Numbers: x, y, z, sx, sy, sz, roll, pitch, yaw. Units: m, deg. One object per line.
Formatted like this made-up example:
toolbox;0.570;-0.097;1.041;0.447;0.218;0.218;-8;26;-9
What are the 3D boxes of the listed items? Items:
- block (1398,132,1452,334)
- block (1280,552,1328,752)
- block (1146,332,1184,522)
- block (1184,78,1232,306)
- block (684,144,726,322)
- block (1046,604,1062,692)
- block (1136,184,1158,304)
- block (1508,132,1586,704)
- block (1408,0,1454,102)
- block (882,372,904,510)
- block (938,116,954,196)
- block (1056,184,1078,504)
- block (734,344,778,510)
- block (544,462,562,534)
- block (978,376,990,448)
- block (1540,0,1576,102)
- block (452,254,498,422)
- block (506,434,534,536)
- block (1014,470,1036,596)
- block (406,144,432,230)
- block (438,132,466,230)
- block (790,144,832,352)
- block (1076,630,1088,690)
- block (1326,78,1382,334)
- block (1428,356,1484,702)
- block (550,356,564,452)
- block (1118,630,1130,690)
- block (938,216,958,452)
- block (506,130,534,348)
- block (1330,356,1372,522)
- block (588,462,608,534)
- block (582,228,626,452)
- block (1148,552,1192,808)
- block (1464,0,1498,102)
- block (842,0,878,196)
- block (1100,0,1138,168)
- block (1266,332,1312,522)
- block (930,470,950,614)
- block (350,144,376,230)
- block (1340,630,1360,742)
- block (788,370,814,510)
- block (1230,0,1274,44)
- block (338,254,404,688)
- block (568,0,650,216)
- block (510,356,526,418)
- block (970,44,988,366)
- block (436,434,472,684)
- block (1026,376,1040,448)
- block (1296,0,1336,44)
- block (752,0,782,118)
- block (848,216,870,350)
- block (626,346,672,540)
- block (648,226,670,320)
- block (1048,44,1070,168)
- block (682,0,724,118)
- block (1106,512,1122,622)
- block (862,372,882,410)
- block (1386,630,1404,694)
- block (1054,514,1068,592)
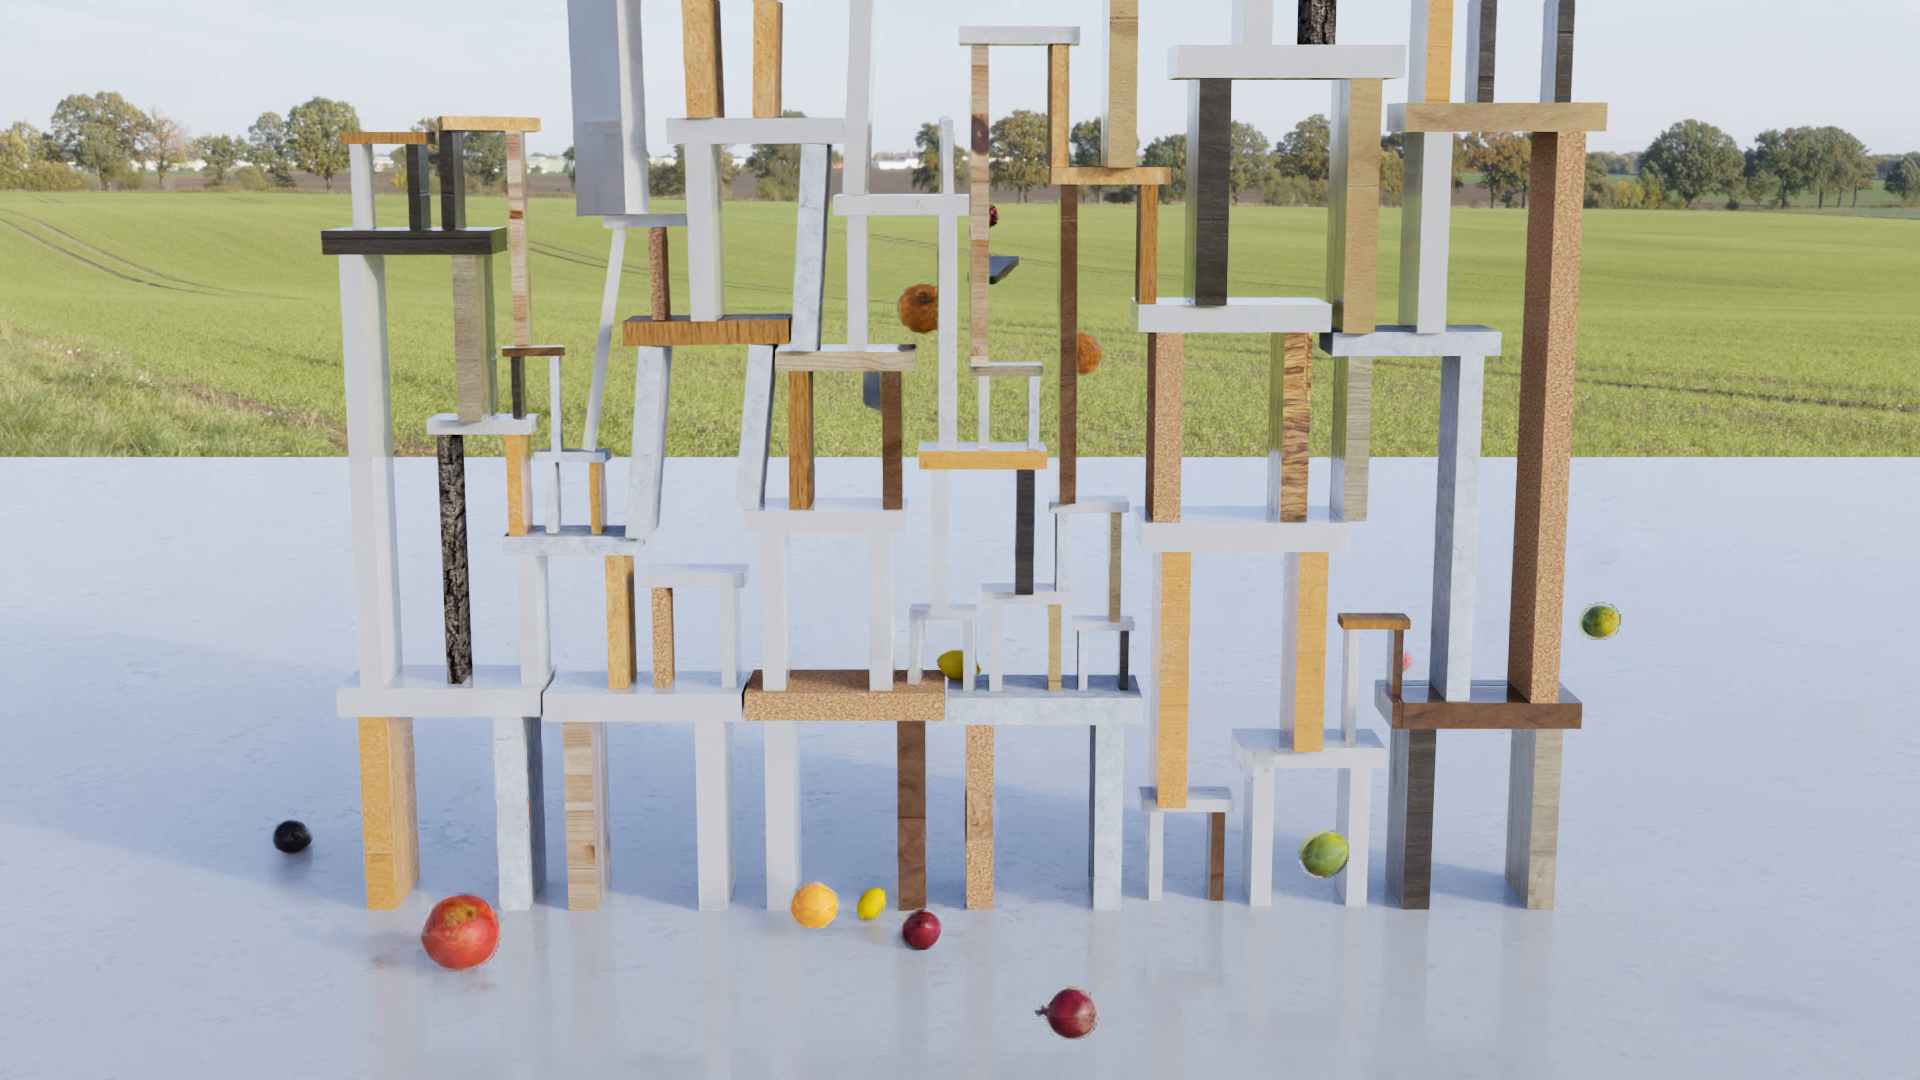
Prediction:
block;0.732;-0.487;3.466;0.044;0.308;0.154;0;11;0
block;0.561;0.165;3.592;0.046;0.328;0.164;0;10;0
block;0.327;-0.190;3.527;0.043;0.301;0.150;0;11;0
block;0.389;-0.549;3.460;0.049;0.346;0.173;0;11;0
block;-0.402;-0.487;3.470;0.039;0.273;0.136;-1;11;1
block;0.154;0.168;3.594;0.020;0.144;0.072;0;11;0
block;0.294;-0.469;3.467;0.026;0.184;0.092;0;11;0
block;0.936;-0.195;3.520;0.044;0.902;0.154;0;11;0
block;0.731;-0.857;3.401;0.038;0.355;0.135;0;11;0
block;-0.107;-0.167;3.529;0.031;0.220;0.110;0;11;0
block;-0.022;-0.602;3.441;0.017;0.117;0.058;-2;16;-6
block;0.170;-0.313;3.499;0.026;0.502;0.092;0;11;0
block;-0.326;-0.188;3.526;0.037;0.261;0.131;6;10;-1
block;-0.656;-0.071;3.546;0.016;0.114;0.057;0;9;-2
block;0.038;-0.207;3.518;0.016;0.116;0.058;0;11;0
block;0.929;-0.771;3.419;0.025;0.179;0.090;0;11;0
block;-0.770;-0.326;3.496;0.037;0.261;0.131;0;11;0
block;-0.708;-0.094;3.536;0.023;0.164;0.082;0;10;0
block;0.105;-0.021;3.551;0.029;0.203;0.102;0;11;1
block;-0.851;-0.555;3.456;0.019;0.131;0.066;0;11;0
block;-0.799;-0.566;3.460;0.021;0.150;0.075;0;11;0
block;-0.235;-0.464;3.474;0.039;0.319;0.136;4;11;0
block;0.200;0.191;3.591;0.014;0.100;0.050;0;11;0
block;0.619;-0.528;3.465;0.049;0.389;0.173;0;11;0
block;0.801;-0.026;3.554;0.037;0.557;0.131;0;11;0
block;-0.648;-0.221;3.530;0.014;0.154;0.049;0;9;-5
block;0.266;0.191;3.591;0.014;0.100;0.050;0;11;0
block;-0.020;-0.331;3.494;0.030;0.369;0.105;0;11;-1
block;-0.696;-0.474;3.475;0.021;0.337;0.075;-1;9;-5
block;0.626;-0.171;3.528;0.037;0.263;0.131;0;10;0
block;-0.583;-0.071;3.546;0.016;0.114;0.057;0;9;1
block;-0.570;-0.321;3.523;0.020;0.355;0.071;8;6;-9
block;0.343;0.212;3.599;0.046;0.422;0.164;0;11;0
block;0.810;-0.771;3.420;0.025;0.179;0.090;0;11;0
block;-0.154;-0.721;3.430;0.034;0.359;0.121;3;11;1
block;0.247;-0.826;3.399;0.043;0.491;0.153;0;11;-1
block;0.528;-0.190;3.527;0.043;0.301;0.150;0;11;0
block;-0.033;-0.005;3.551;0.029;0.235;0.102;0;11;-1
block;-0.938;-0.555;3.455;0.019;0.131;0.066;0;11;0
block;0.639;0.233;3.606;0.015;0.189;0.054;0;11;0
block;-0.254;-0.167;3.529;0.031;0.220;0.110;0;11;0
block;0.452;-0.917;3.385;0.043;0.307;0.153;0;11;0
block;-0.945;-0.115;3.535;0.037;0.690;0.131;0;11;0
block;-0.557;-0.738;3.464;0.042;0.448;0.149;-8;10;-40
block;-0.705;-0.245;3.513;0.014;0.097;0.049;0;11;-2
block;0.030;-0.526;3.466;0.026;0.497;0.093;0;10;-1
block;-0.817;0.025;3.560;0.023;0.406;0.082;0;11;0
block;0.117;-0.207;3.519;0.016;0.116;0.058;1;11;0
block;0.553;-0.899;3.392;0.038;0.269;0.135;0;11;0
block;-0.298;-0.779;3.415;0.034;0.242;0.121;2;11;0
block;-0.161;-0.410;3.485;0.030;0.211;0.105;0;11;0
block;-0.499;-0.164;3.531;0.037;0.306;0.131;5;10;-1
block;-0.477;-0.423;3.487;0.020;0.142;0.071;-1;10;0
block;0.153;-0.678;3.436;0.026;0.186;0.093;-1;11;-2
block;-0.400;-0.807;3.409;0.042;0.299;0.149;-1;11;1
block;0.250;0.039;3.568;0.018;0.179;0.064;0;11;0
block;-0.142;-0.288;3.899;0.059;0.117;0.017;9;28;21
block;0.711;0.194;3.598;0.015;0.109;0.054;0;11;0
block;0.164;0.014;3.563;0.018;0.129;0.064;0;11;0
